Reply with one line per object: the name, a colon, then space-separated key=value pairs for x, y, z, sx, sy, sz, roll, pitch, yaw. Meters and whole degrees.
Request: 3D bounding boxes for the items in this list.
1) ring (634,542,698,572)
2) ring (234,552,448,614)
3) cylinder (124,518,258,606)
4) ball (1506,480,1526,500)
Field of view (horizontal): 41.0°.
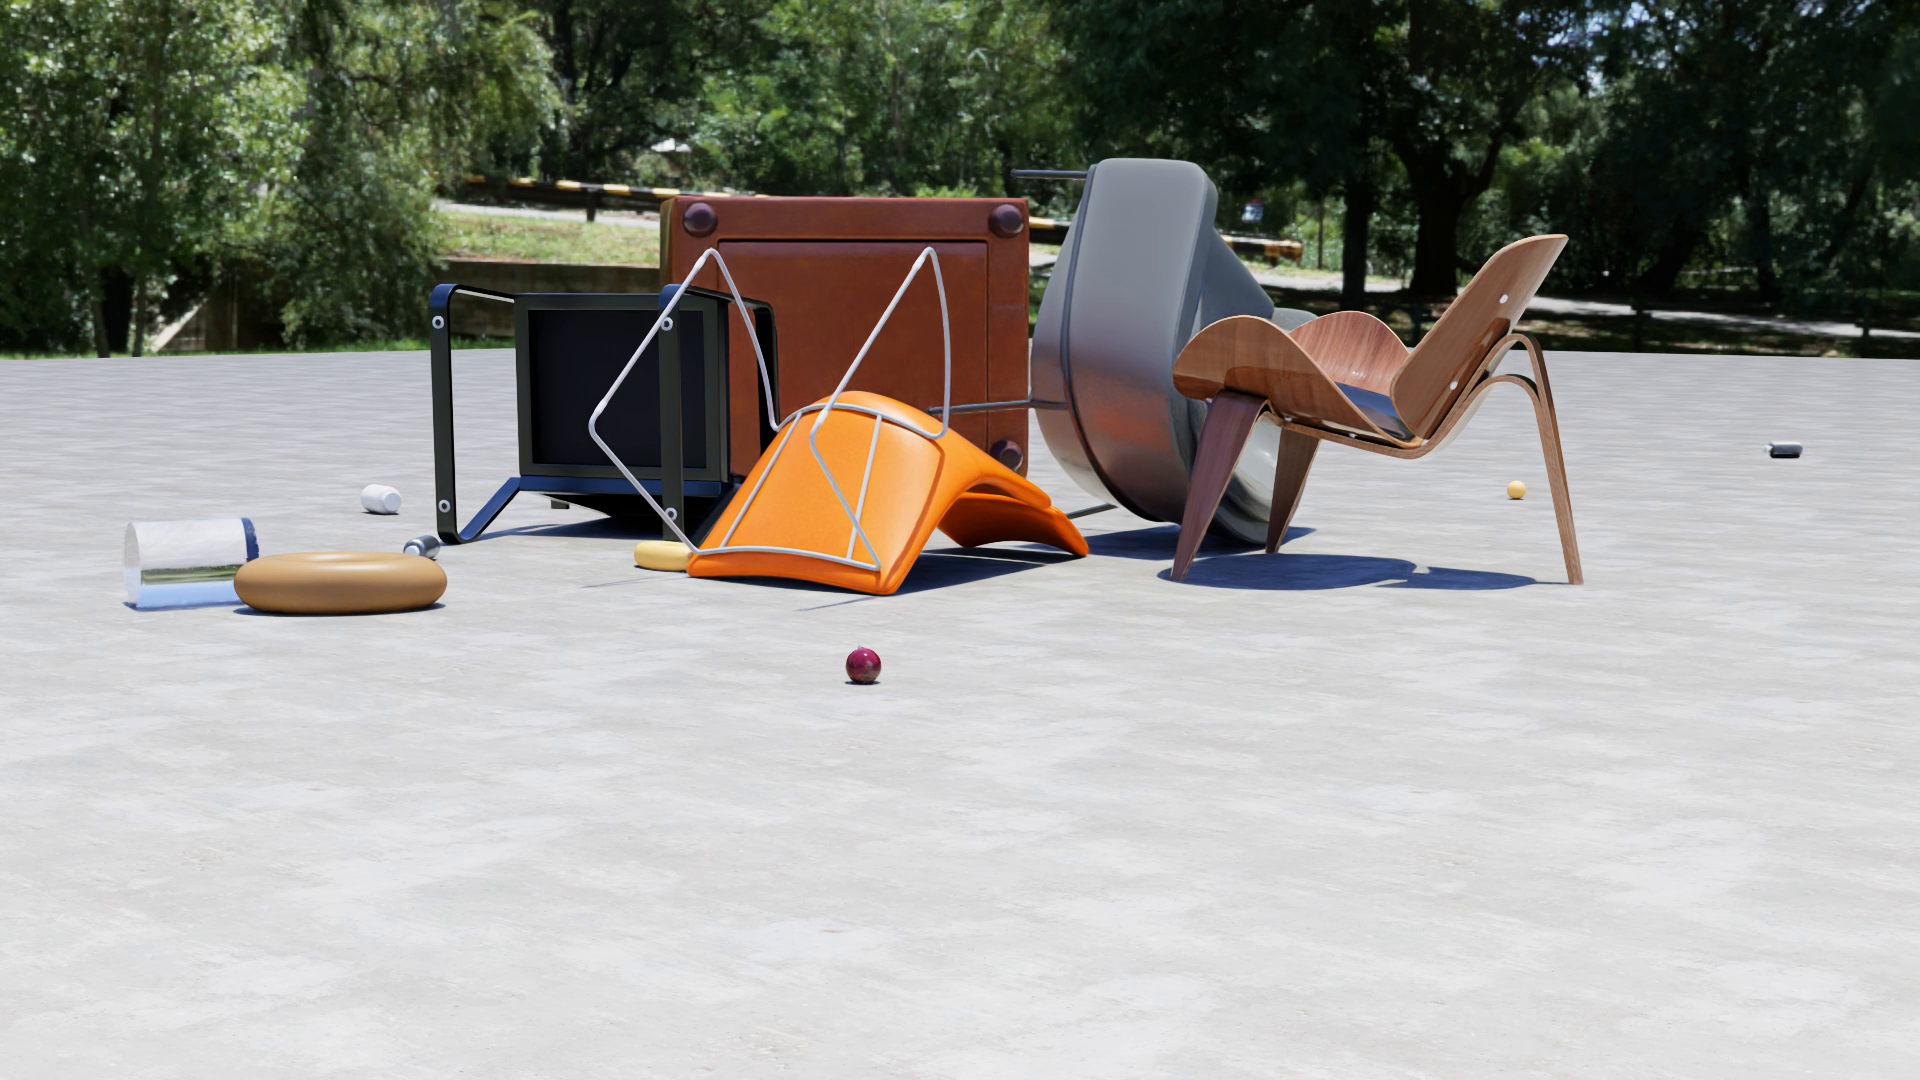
ring: x=-0.663 y=0.037 z=5.784 sx=0.095 sy=0.057 sz=0.213 roll=-8 pitch=9 yaw=-42
ring: x=-1.228 y=0.085 z=5.091 sx=0.413 sy=0.104 sz=0.266 roll=0 pitch=7 yaw=-11
cylinder: x=-1.549 y=0.043 z=5.171 sx=0.230 sy=0.169 sz=0.178 roll=-3 pitch=3 yaw=-28
ball: x=1.644 y=-0.148 z=7.581 sx=0.055 sy=0.055 sz=0.055 roll=0 pitch=6 yaw=0
